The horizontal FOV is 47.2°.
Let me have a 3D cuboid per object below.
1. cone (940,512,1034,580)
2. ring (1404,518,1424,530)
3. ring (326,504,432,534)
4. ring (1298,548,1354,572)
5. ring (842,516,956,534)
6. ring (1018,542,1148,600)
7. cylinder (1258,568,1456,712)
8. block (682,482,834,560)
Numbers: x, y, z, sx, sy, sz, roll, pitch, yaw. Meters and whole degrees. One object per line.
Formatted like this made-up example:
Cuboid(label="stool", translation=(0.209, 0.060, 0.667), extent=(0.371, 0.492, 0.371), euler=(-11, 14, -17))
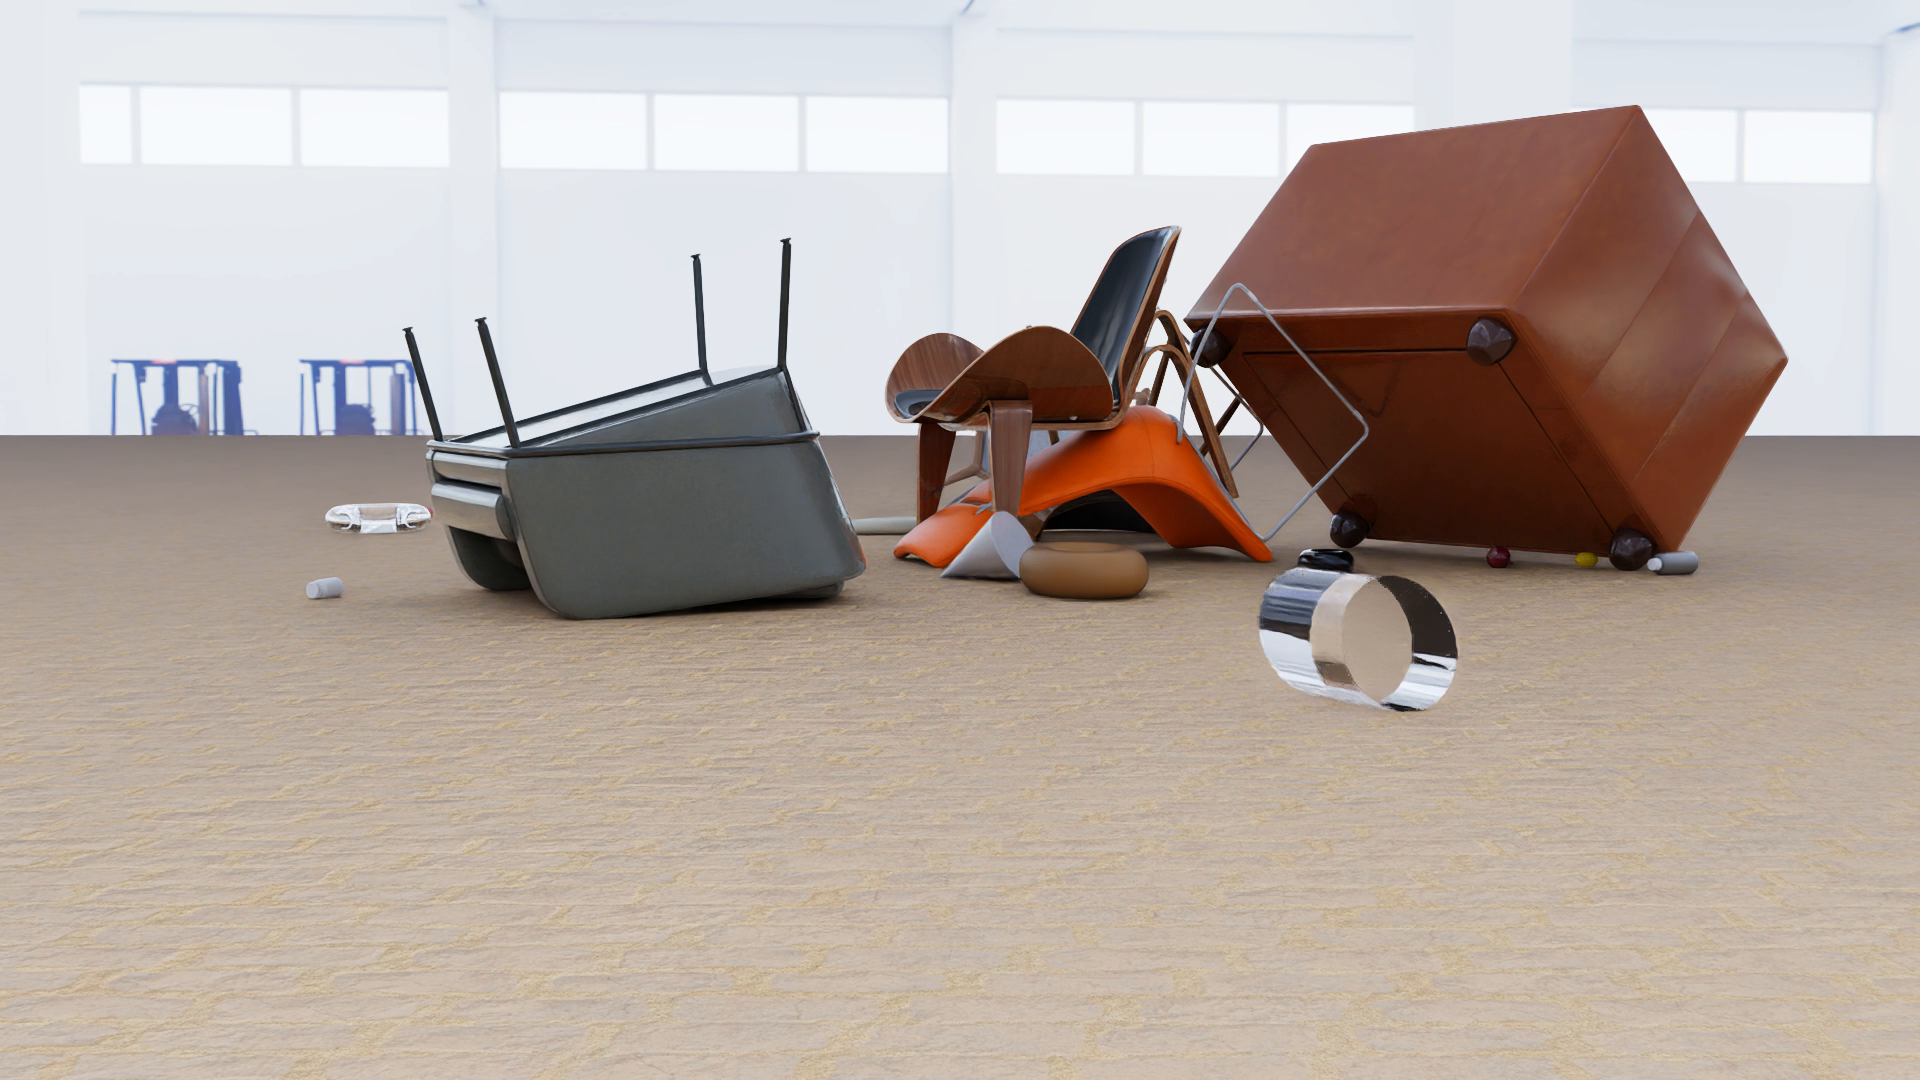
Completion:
Cuboid(label="cone", translation=(0.040, 0.052, 5.204), extent=(0.205, 0.175, 0.275), euler=(-23, -9, 19))
Cuboid(label="ring", translation=(1.453, -0.049, 7.031), extent=(0.067, 0.032, 0.111), euler=(2, 5, 14))
Cuboid(label="ring", translation=(-1.839, -0.069, 6.953), extent=(0.324, 0.084, 0.328), euler=(0, 3, 14))
Cuboid(label="ring", translation=(0.892, 0.054, 5.358), extent=(0.125, 0.056, 0.217), euler=(-2, 3, -7))
Cuboid(label="ring", translation=(-0.186, -0.045, 6.855), extent=(0.387, 0.048, 0.168), euler=(-2, 4, -26))
Cuboid(label="ring", translation=(0.270, 0.066, 4.838), extent=(0.266, 0.104, 0.413), euler=(-2, 5, -17))
Cuboid(label="cylinder", translation=(0.563, 0.139, 3.121), extent=(0.226, 0.177, 0.179), euler=(35, -14, -28))
Cuboid(label="block", translation=(-0.552, -0.055, 5.997), extent=(0.275, 0.185, 0.315), euler=(-3, 5, -41))
